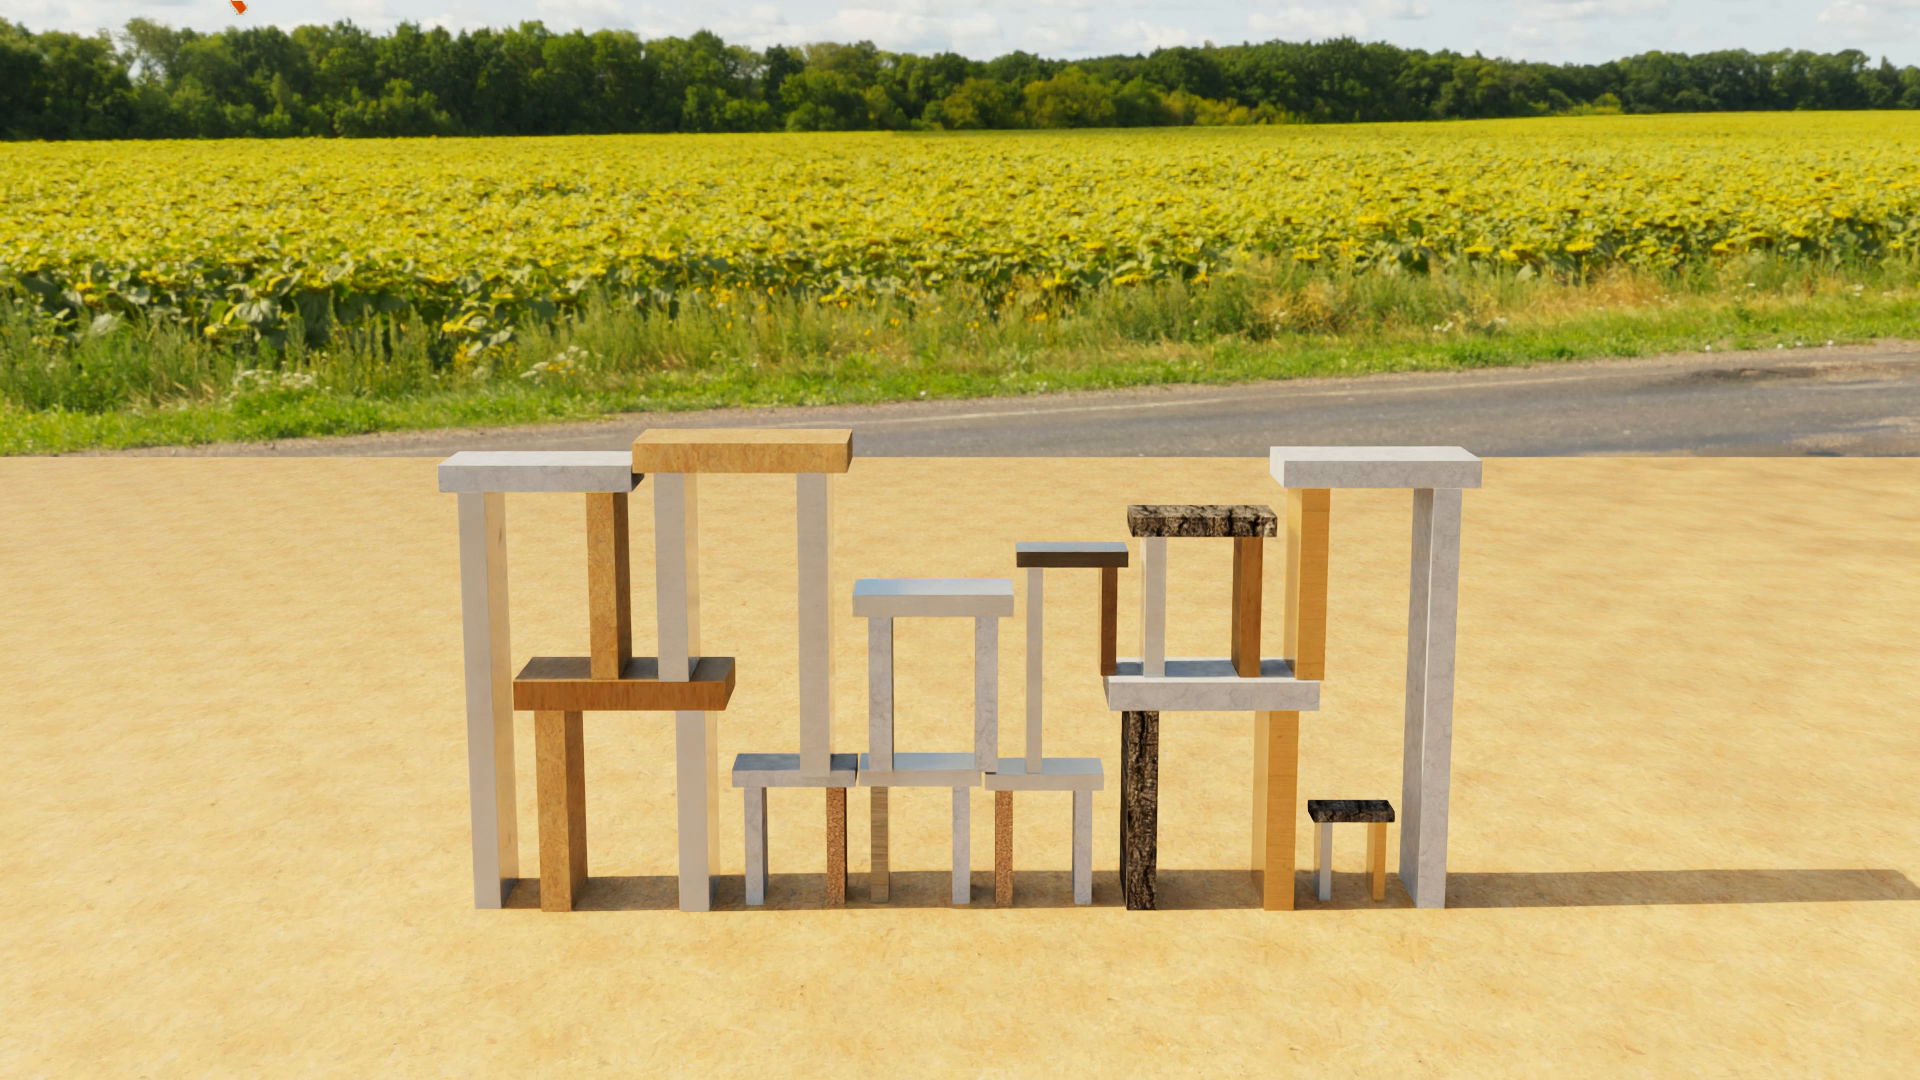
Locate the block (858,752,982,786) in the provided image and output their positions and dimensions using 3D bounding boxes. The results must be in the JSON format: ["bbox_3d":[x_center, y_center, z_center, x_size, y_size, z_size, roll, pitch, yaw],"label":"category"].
[{"bbox_3d":[-0.065,0.378,3.631,0.201,0.028,0.100,0,11,0],"label":"block"}]

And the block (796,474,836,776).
[{"bbox_3d":[-0.233,0.123,3.578,0.048,0.494,0.168,0,11,0],"label":"block"}]

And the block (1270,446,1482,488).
[{"bbox_3d":[0.666,-0.118,3.543,0.312,0.044,0.156,0,11,0],"label":"block"}]

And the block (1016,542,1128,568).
[{"bbox_3d":[0.180,0.024,3.564,0.179,0.025,0.090,0,11,0],"label":"block"}]

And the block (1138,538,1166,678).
[{"bbox_3d":[0.313,0.098,3.580,0.033,0.230,0.115,0,11,0],"label":"block"}]

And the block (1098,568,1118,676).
[{"bbox_3d":[0.240,0.124,3.583,0.025,0.179,0.090,0,11,0],"label":"block"}]

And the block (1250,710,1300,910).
[{"bbox_3d":[0.520,0.424,3.640,0.048,0.337,0.168,0,11,0],"label":"block"}]

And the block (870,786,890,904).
[{"bbox_3d":[-0.132,0.491,3.652,0.028,0.201,0.100,0,11,0],"label":"block"}]

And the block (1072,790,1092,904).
[{"bbox_3d":[0.202,0.495,3.648,0.028,0.194,0.097,0,11,0],"label":"block"}]

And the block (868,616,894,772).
[{"bbox_3d":[-0.129,0.238,3.605,0.036,0.257,0.129,0,11,0],"label":"block"}]

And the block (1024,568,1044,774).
[{"bbox_3d":[0.121,0.204,3.597,0.025,0.341,0.090,0,11,0],"label":"block"}]

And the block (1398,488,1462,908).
[{"bbox_3d":[0.770,0.247,3.610,0.044,0.697,0.156,0,11,0],"label":"block"}]

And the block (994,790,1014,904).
[{"bbox_3d":[0.073,0.495,3.648,0.028,0.194,0.097,0,11,0],"label":"block"}]

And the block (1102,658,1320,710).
[{"bbox_3d":[0.408,0.235,3.605,0.337,0.048,0.168,0,11,0],"label":"block"}]

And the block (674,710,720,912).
[{"bbox_3d":[-0.433,0.424,3.635,0.048,0.338,0.169,0,11,0],"label":"block"}]

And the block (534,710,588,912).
[{"bbox_3d":[-0.658,0.424,3.635,0.048,0.338,0.169,0,11,0],"label":"block"}]

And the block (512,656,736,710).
[{"bbox_3d":[-0.545,0.234,3.600,0.338,0.048,0.169,0,11,0],"label":"block"}]

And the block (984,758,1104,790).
[{"bbox_3d":[0.137,0.386,3.628,0.194,0.028,0.097,0,11,0],"label":"block"}]

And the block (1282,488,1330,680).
[{"bbox_3d":[0.562,0.058,3.575,0.044,0.312,0.156,0,11,0],"label":"block"}]

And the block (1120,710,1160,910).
[{"bbox_3d":[0.296,0.424,3.640,0.048,0.337,0.168,0,11,0],"label":"block"}]

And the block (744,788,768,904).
[{"bbox_3d":[-0.338,0.492,3.647,0.028,0.201,0.100,0,11,0],"label":"block"}]

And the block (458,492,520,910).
[{"bbox_3d":[-0.772,0.250,3.606,0.043,0.691,0.152,0,11,0],"label":"block"}]

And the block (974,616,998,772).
[{"bbox_3d":[0.043,0.238,3.605,0.036,0.257,0.129,0,11,0],"label":"block"}]

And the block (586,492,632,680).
[{"bbox_3d":[-0.569,0.061,3.571,0.043,0.304,0.152,0,11,0],"label":"block"}]

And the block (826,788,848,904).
[{"bbox_3d":[-0.204,0.492,3.647,0.028,0.201,0.100,0,11,0],"label":"block"}]

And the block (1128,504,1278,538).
[{"bbox_3d":[0.390,-0.031,3.556,0.230,0.033,0.115,0,11,0],"label":"block"}]

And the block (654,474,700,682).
[{"bbox_3d":[-0.457,0.045,3.564,0.048,0.337,0.168,0,11,0],"label":"block"}]

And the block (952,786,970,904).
[{"bbox_3d":[0.002,0.491,3.652,0.028,0.201,0.100,0,11,0],"label":"block"}]

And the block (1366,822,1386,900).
[{"bbox_3d":[0.692,0.524,3.659,0.019,0.133,0.067,0,11,0],"label":"block"}]

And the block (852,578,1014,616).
[{"bbox_3d":[-0.043,0.093,3.578,0.257,0.036,0.129,0,11,0],"label":"block"}]

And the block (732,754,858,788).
[{"bbox_3d":[-0.271,0.379,3.626,0.201,0.028,0.100,0,11,0],"label":"block"}]

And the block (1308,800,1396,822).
[{"bbox_3d":[0.648,0.449,3.645,0.133,0.019,0.067,0,11,0],"label":"block"}]

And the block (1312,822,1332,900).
[{"bbox_3d":[0.603,0.524,3.659,0.019,0.133,0.067,0,11,0],"label":"block"}]

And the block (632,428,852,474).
[{"bbox_3d":[-0.345,-0.143,3.529,0.337,0.048,0.168,0,11,0],"label":"block"}]

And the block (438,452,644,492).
[{"bbox_3d":[-0.670,-0.110,3.540,0.304,0.043,0.152,0,11,0],"label":"block"}]

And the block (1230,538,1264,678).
[{"bbox_3d":[0.467,0.098,3.580,0.033,0.230,0.115,0,11,0],"label":"block"}]
